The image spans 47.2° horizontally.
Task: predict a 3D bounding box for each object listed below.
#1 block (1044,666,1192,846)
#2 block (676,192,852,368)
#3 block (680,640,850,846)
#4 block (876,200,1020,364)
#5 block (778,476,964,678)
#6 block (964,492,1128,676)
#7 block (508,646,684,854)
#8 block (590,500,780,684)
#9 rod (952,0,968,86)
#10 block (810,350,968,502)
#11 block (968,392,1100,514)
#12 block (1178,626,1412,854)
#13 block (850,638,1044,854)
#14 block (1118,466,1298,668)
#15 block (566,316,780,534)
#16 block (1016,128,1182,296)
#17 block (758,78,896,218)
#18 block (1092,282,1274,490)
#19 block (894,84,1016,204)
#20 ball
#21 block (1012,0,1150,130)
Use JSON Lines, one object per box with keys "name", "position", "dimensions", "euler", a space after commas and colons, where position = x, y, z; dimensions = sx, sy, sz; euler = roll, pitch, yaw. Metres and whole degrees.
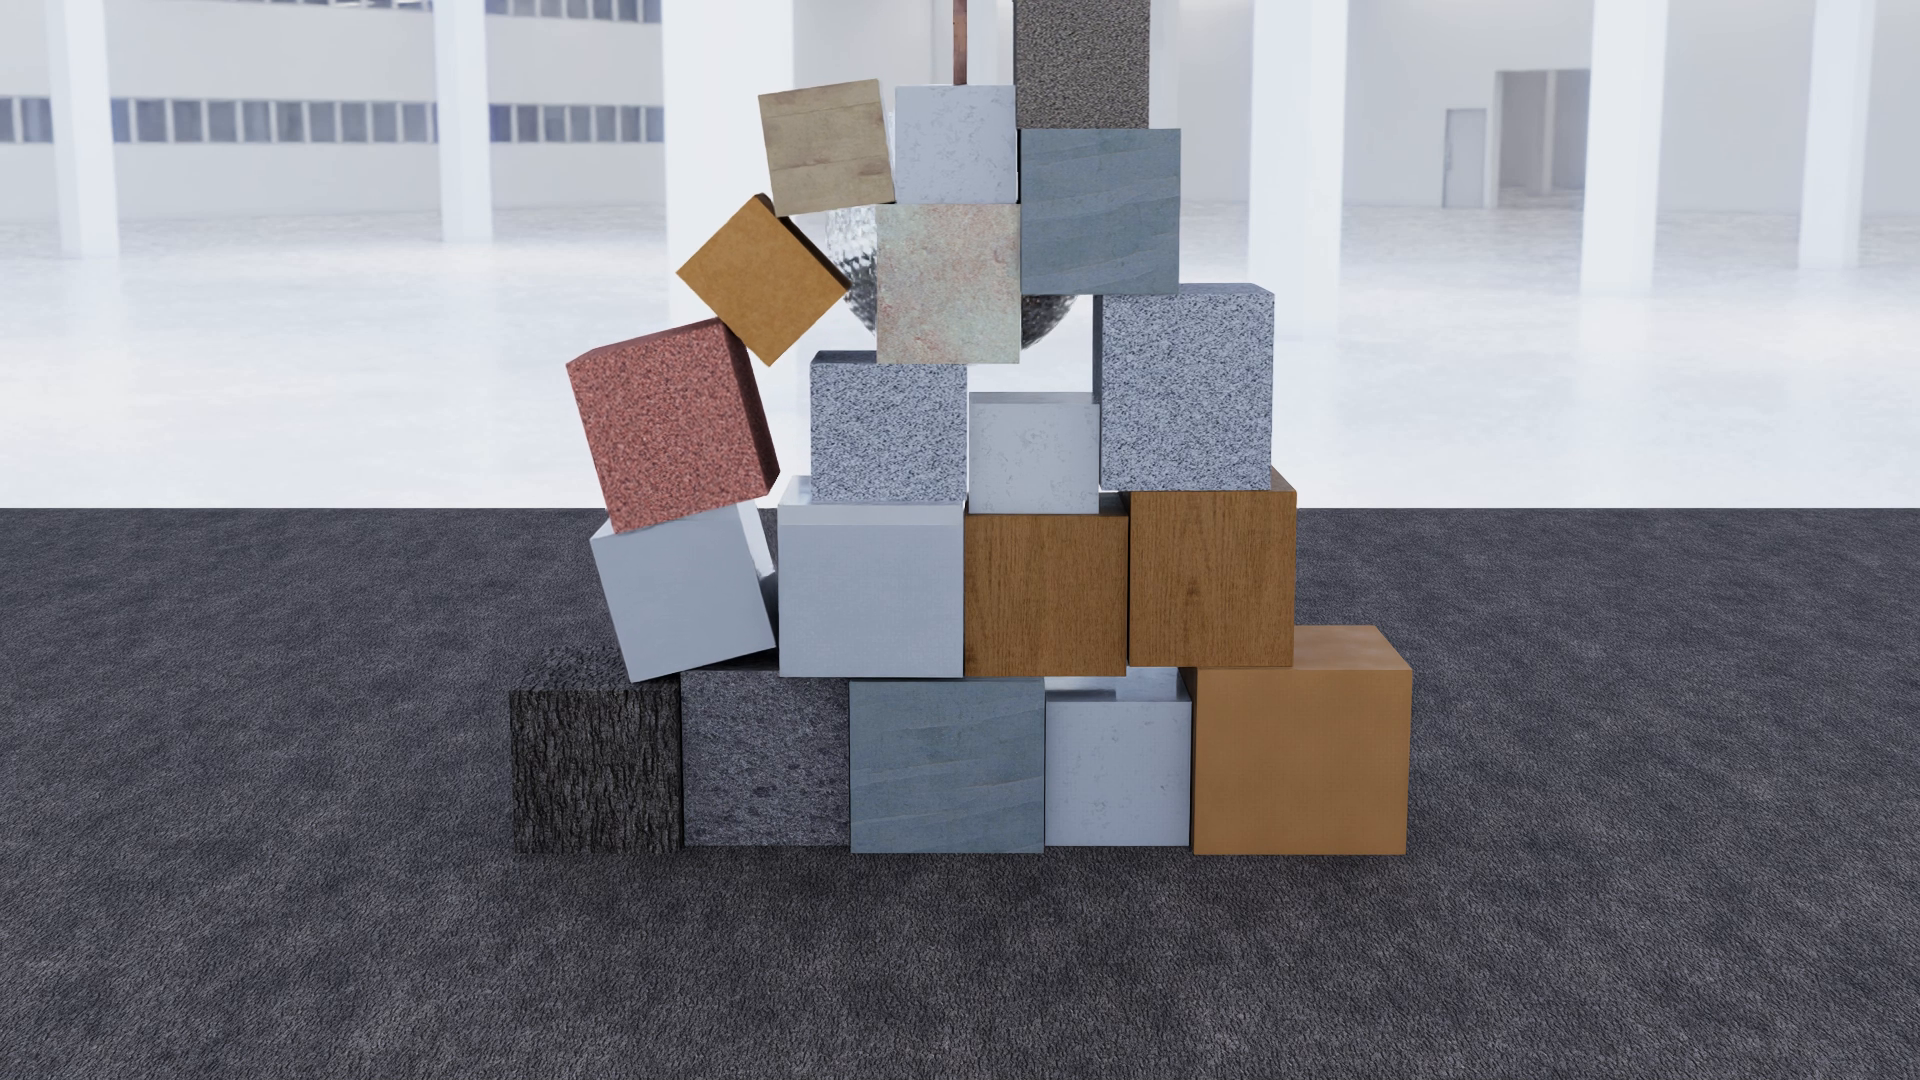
{"name": "block", "position": [0.791, 1.106, 11.396], "dimensions": [0.727, 0.746, 0.762], "euler": [0, 10, 0]}
{"name": "block", "position": [-0.965, -1.302, 10.943], "dimensions": [0.538, 0.643, 0.579], "euler": [-43, 8, 7]}
{"name": "block", "position": [-0.972, 1.031, 11.368], "dimensions": [0.834, 0.904, 0.724], "euler": [0, 10, 0]}
{"name": "block", "position": [-0.056, -1.298, 10.964], "dimensions": [0.694, 0.765, 0.745], "euler": [0, 10, 0]}
{"name": "block", "position": [-0.435, 0.166, 11.210], "dimensions": [0.900, 0.856, 0.971], "euler": [0, 10, 0]}
{"name": "block", "position": [0.426, 0.214, 11.233], "dimensions": [0.801, 0.807, 0.765], "euler": [0, 10, 0]}
{"name": "block", "position": [-1.810, 1.066, 11.363], "dimensions": [0.820, 0.837, 0.958], "euler": [0, 10, 0]}
{"name": "block", "position": [-1.367, 0.202, 11.206], "dimensions": [0.749, 0.750, 0.704], "euler": [-14, 10, 2]}
{"name": "rod", "position": [0.000, -4.746, 11.231], "dimensions": [0.080, 5.200, 0.080], "euler": [0, 31, 0]}
{"name": "block", "position": [-0.347, -0.586, 11.069], "dimensions": [0.764, 0.674, 0.696], "euler": [0, 10, 0]}
{"name": "block", "position": [0.365, -0.448, 11.104], "dimensions": [0.641, 0.542, 0.568], "euler": [0, 10, 0]}
{"name": "block", "position": [1.692, 1.012, 11.361], "dimensions": [1.055, 0.945, 1.006], "euler": [0, 10, 0]}
{"name": "block", "position": [-0.064, 1.045, 11.367], "dimensions": [0.963, 0.877, 0.962], "euler": [0, 10, 0]}
{"name": "block", "position": [1.238, 0.114, 11.214], "dimensions": [0.807, 0.874, 0.904], "euler": [0, 10, 0]}
{"name": "block", "position": [-1.422, -0.604, 11.064], "dimensions": [0.780, 0.862, 0.784], "euler": [-14, 10, 3]}
{"name": "block", "position": [0.670, -1.633, 10.872], "dimensions": [0.757, 0.782, 0.814], "euler": [0, 10, 0]}
{"name": "block", "position": [-0.639, -1.928, 10.817], "dimensions": [0.582, 0.586, 0.556], "euler": [-8, 10, 1]}
{"name": "block", "position": [1.102, -0.785, 11.053], "dimensions": [0.825, 0.955, 0.829], "euler": [0, 10, 0]}
{"name": "block", "position": [-0.021, -1.950, 10.844], "dimensions": [0.583, 0.559, 0.559], "euler": [0, 10, 0]}
{"name": "ball", "position": [0.000, -1.817, 12.958], "dimensions": [1.600, 1.600, 1.600], "euler": [0, 10, 0]}
{"name": "block", "position": [0.583, -2.405, 10.756], "dimensions": [0.629, 0.778, 0.746], "euler": [0, 10, 0]}
